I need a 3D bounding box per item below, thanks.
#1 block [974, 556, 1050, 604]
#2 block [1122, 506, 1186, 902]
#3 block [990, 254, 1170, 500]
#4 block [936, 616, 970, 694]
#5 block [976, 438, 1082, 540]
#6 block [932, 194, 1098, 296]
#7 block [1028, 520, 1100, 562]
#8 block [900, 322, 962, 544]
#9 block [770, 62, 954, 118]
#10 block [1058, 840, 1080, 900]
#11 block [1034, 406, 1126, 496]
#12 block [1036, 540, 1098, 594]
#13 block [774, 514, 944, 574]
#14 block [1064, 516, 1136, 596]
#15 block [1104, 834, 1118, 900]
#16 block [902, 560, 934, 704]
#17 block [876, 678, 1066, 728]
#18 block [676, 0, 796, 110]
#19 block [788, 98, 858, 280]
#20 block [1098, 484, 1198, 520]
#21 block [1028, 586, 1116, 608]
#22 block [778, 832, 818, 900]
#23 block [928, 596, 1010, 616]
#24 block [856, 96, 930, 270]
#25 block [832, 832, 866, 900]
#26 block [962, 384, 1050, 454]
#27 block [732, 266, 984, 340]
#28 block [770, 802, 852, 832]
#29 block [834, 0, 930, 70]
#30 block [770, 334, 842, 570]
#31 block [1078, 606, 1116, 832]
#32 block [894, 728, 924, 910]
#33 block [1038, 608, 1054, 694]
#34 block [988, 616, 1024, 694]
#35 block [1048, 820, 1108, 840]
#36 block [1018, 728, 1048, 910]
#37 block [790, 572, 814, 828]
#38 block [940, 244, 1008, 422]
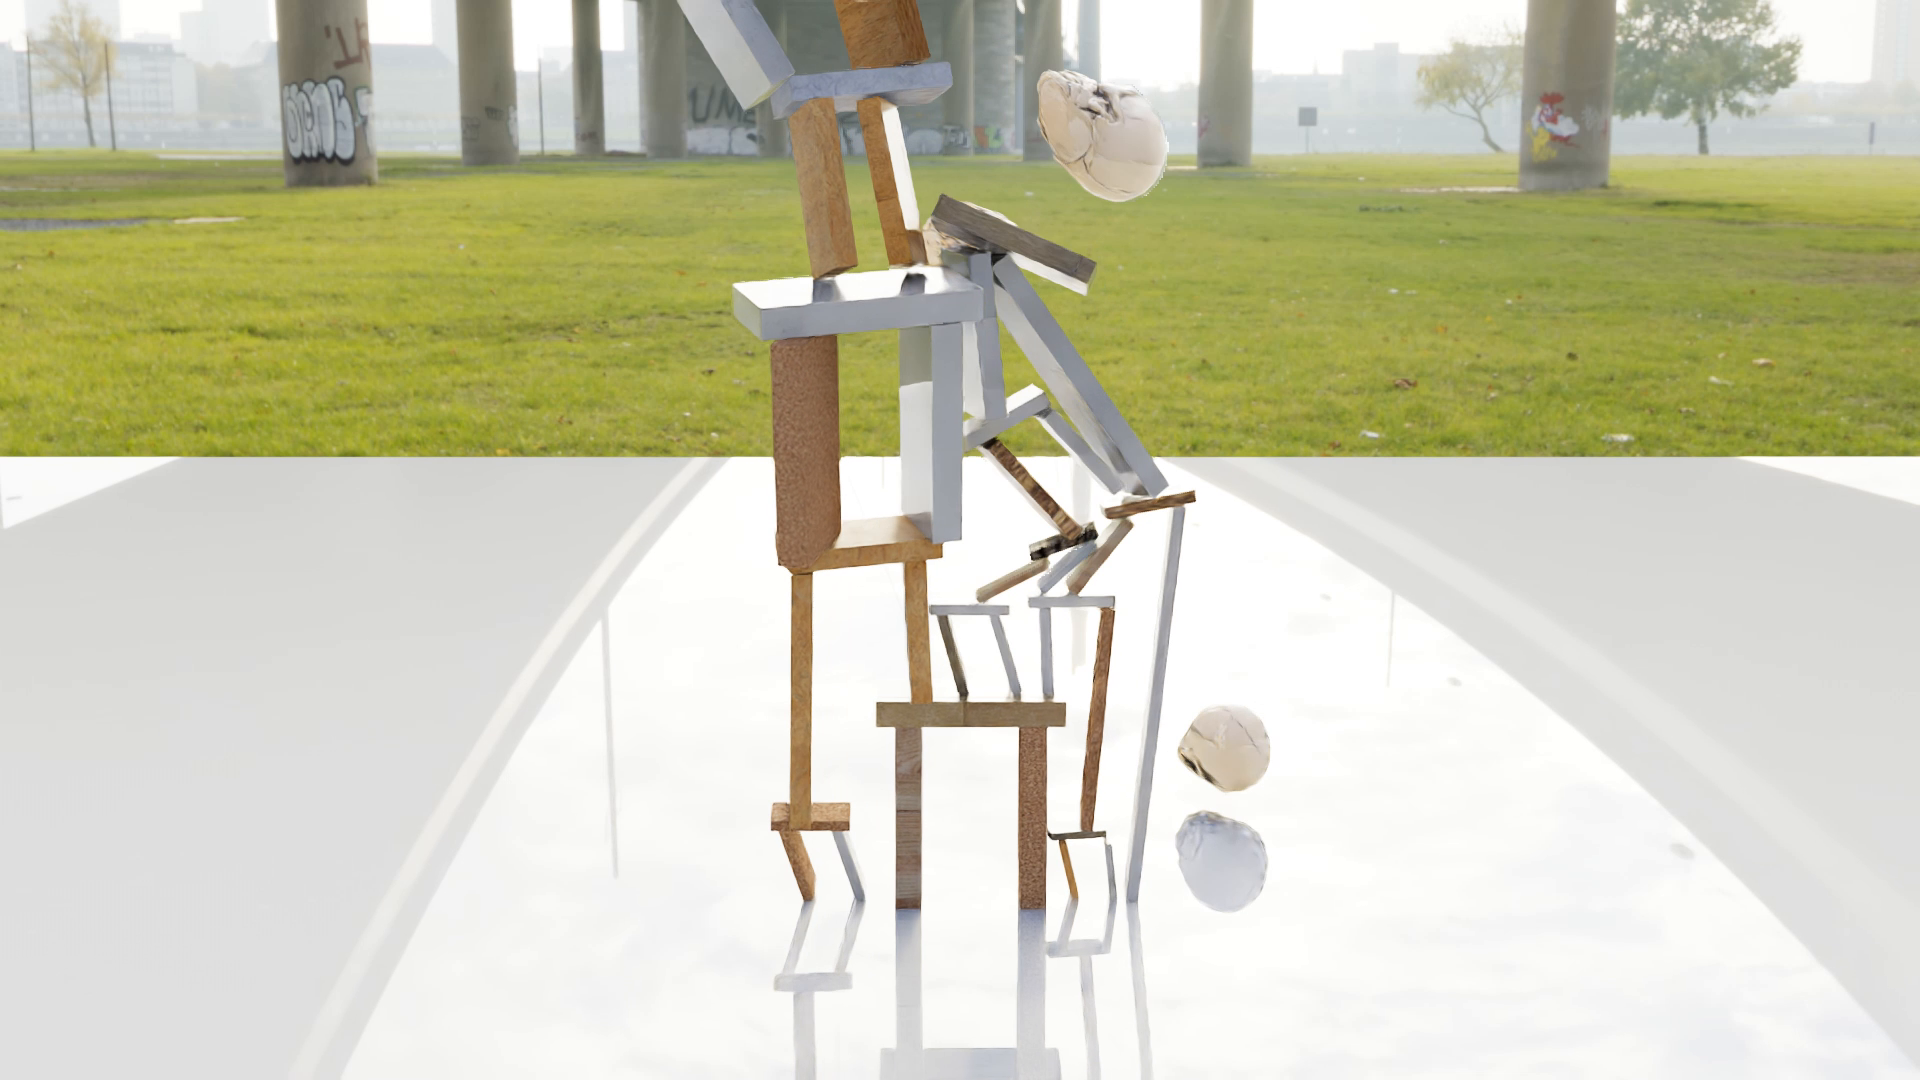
[{"bbox_3d":[0.085,0.063,3.562,0.128,0.016,0.058,-27,7,8],"label":"block"},{"bbox_3d":[0.318,0.265,3.608,0.021,0.661,0.074,6,10,0],"label":"block"},{"bbox_3d":[0.171,-0.258,3.489,0.037,0.454,0.130,-39,16,-11],"label":"block"},{"bbox_3d":[-0.011,0.180,3.592,0.019,0.131,0.066,-15,10,3],"label":"block"},{"bbox_3d":[0.108,-0.086,3.522,0.024,0.209,0.086,-46,22,-5],"label":"block"},{"bbox_3d":[0.085,-0.455,3.400,0.259,0.037,0.130,24,0,3],"label":"block"},{"bbox_3d":[0.168,0.002,3.567,0.115,0.016,0.058,-20,13,5],"label":"block"},{"bbox_3d":[-0.046,-0.186,3.425,0.049,0.345,0.172,-6,20,-17],"label":"block"},{"bbox_3d":[-0.150,-0.682,3.335,0.251,0.036,0.126,-9,1,-18],"label":"block"},{"bbox_3d":[0.180,0.544,3.655,0.014,0.095,0.048,-13,10,3],"label":"block"},{"bbox_3d":[0.190,-0.144,3.514,0.024,0.171,0.085,-44,14,-1],"label":"block"},{"bbox_3d":[0.173,0.039,3.576,0.115,0.016,0.058,-42,9,8],"label":"block"},{"bbox_3d":[-0.160,0.004,3.461,0.245,0.035,0.122,-6,21,-15],"label":"block"},{"bbox_3d":[0.225,0.020,3.563,0.021,0.148,0.074,38,8,-7],"label":"block"},{"bbox_3d":[0.250,0.543,3.656,0.014,0.095,0.048,-6,10,3],"label":"block"},{"bbox_3d":[-0.069,0.126,3.537,0.035,0.245,0.122,-3,20,-3],"label":"block"},{"bbox_3d":[0.018,0.267,3.610,0.307,0.043,0.153,0,11,0],"label":"block"},{"bbox_3d":[-0.365,-0.799,3.272,0.043,0.304,0.152,-35,8,-20],"label":"block"},{"bbox_3d":[-0.207,-0.527,3.309,0.036,0.251,0.126,-9,1,-20],"label":"block"},{"bbox_3d":[0.303,-0.062,3.545,0.148,0.021,0.074,-11,10,-3],"label":"block"},{"bbox_3d":[0.182,0.093,3.582,0.142,0.020,0.071,-1,11,3],"label":"block"},{"bbox_3d":[-0.268,0.524,3.643,0.018,0.131,0.065,-15,19,7],"label":"block"},{"bbox_3d":[0.015,0.107,3.576,0.131,0.019,0.066,0,10,0],"label":"block"},{"bbox_3d":[-0.102,-0.542,3.356,0.036,0.251,0.126,-11,2,12],"label":"block"},{"bbox_3d":[-0.184,0.525,3.647,0.018,0.131,0.065,-17,16,2],"label":"block"},{"bbox_3d":[0.056,-0.190,3.494,0.171,0.024,0.086,-30,16,-5],"label":"block"},{"bbox_3d":[-0.156,-0.361,3.330,0.345,0.049,0.172,-7,20,-18],"label":"block"},{"bbox_3d":[-0.245,0.455,3.614,0.131,0.018,0.065,0,22,-1],"label":"block"},{"bbox_3d":[-0.141,-0.859,3.349,0.043,0.304,0.152,-17,3,-33],"label":"block"},{"bbox_3d":[-0.231,-0.149,3.328,0.049,0.345,0.172,5,21,13],"label":"block"},{"bbox_3d":[0.226,0.288,3.634,0.020,0.384,0.071,4,14,-2],"label":"block"},{"bbox_3d":[-0.084,0.439,3.642,0.043,0.307,0.153,0,11,0],"label":"block"},{"bbox_3d":[0.141,0.174,3.595,0.020,0.142,0.071,-2,11,1],"label":"block"},{"bbox_3d":[0.074,0.181,3.593,0.019,0.131,0.066,-17,11,-1],"label":"block"},{"bbox_3d":[0.193,0.484,3.669,0.095,0.014,0.048,-2,14,-11],"label":"block"},{"bbox_3d":[0.120,0.439,3.642,0.043,0.307,0.153,0,11,0],"label":"block"},{"bbox_3d":[-0.255,0.237,3.531,0.035,0.446,0.122,0,22,-4],"label":"block"},{"bbox_3d":[0.022,-0.325,3.441,0.037,0.259,0.130,-11,16,-17],"label":"block"}]
